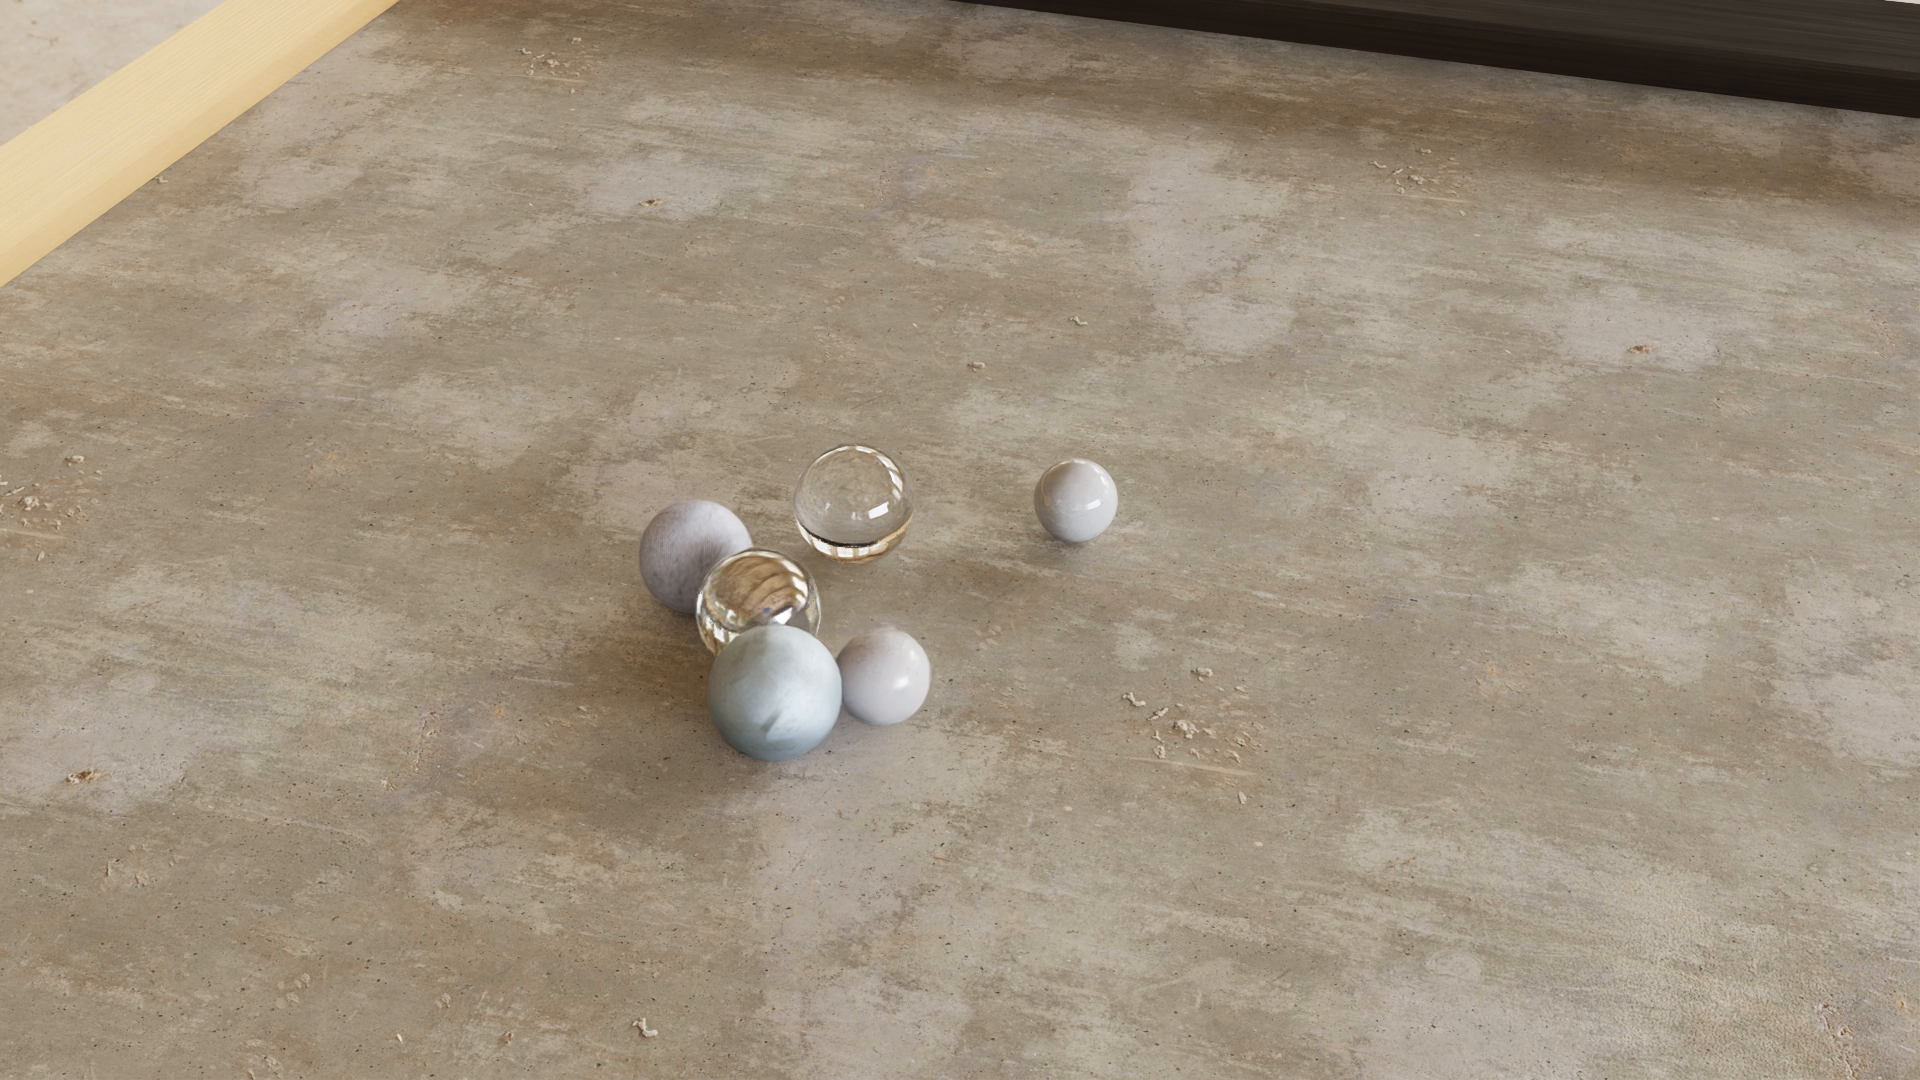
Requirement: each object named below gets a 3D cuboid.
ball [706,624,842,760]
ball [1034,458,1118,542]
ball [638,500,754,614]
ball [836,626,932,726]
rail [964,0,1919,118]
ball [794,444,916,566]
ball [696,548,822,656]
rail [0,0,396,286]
[{"bbox_3d":[-0.134,0.110,1.852,0.098,0.098,0.098,0,33,0],"label":"ball"},{"bbox_3d":[0.095,-0.033,2.097,0.069,0.069,0.069,0,33,0],"label":"ball"},{"bbox_3d":[-0.206,0.013,2.008,0.090,0.090,0.090,0,33,0],"label":"ball"},{"bbox_3d":[-0.057,0.100,1.890,0.072,0.072,0.072,0,33,0],"label":"ball"},{"bbox_3d":[1.364,-0.450,2.684,4.189,0.127,0.045,10,34,15],"label":"rail"},{"bbox_3d":[-0.085,-0.029,2.064,0.098,0.098,0.098,0,33,0],"label":"ball"},{"bbox_3d":[-0.152,0.053,1.941,0.095,0.095,0.095,0,33,0],"label":"ball"},{"bbox_3d":[-0.972,-0.191,2.285,0.045,0.127,2.412,10,34,15],"label":"rail"}]
